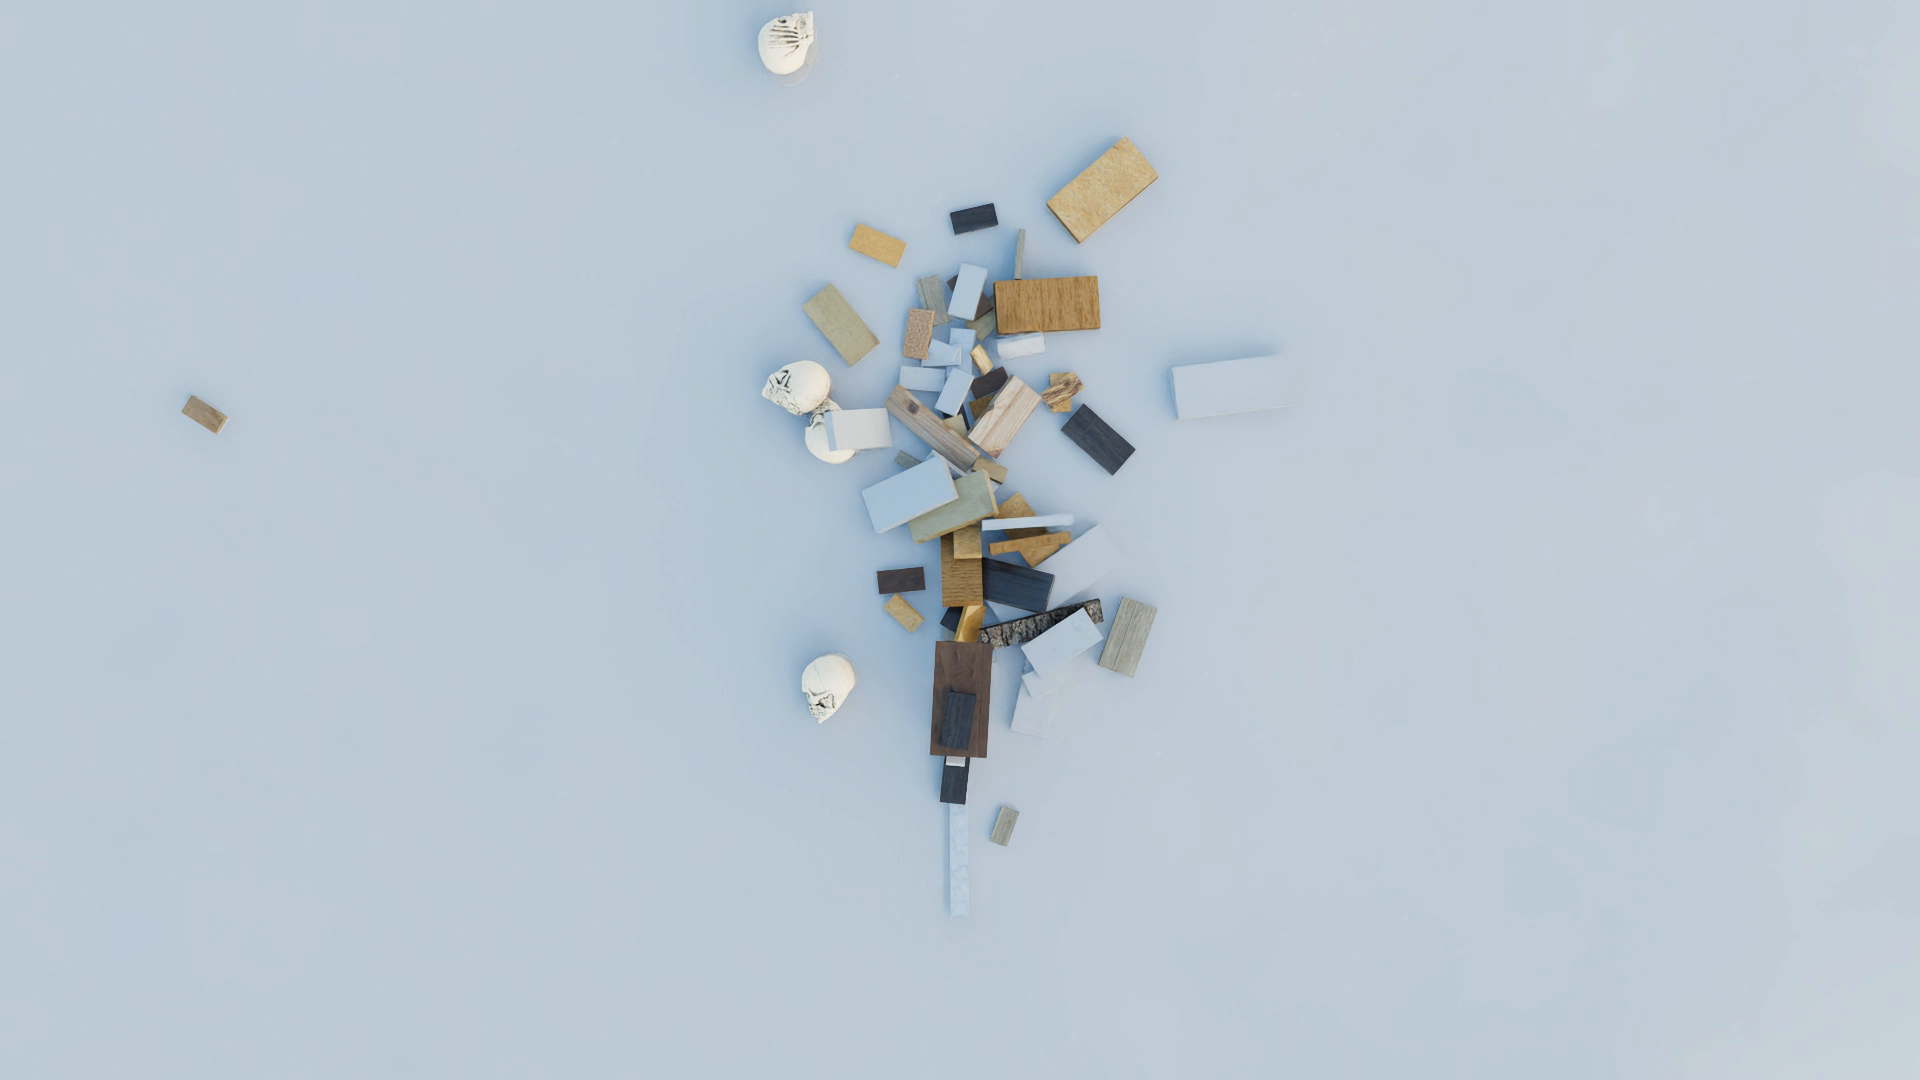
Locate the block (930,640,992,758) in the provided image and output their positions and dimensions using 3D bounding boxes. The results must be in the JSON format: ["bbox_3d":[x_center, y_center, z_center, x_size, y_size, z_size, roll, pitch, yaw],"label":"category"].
[{"bbox_3d":[0.004,0.493,5.121,0.177,0.050,0.354,3,90,0],"label":"block"}]

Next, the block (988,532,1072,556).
[{"bbox_3d":[0.227,0.010,5.401,0.264,0.132,0.037,-9,90,0],"label":"block"}]

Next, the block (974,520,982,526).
[{"bbox_3d":[0.050,-0.103,5.464,0.055,0.016,0.111,8,61,6],"label":"block"}]

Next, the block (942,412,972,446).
[{"bbox_3d":[-0.008,-0.339,5.467,0.074,0.021,0.149,-18,107,1],"label":"block"}]

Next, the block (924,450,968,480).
[{"bbox_3d":[-0.044,-0.210,5.458,0.181,0.026,0.090,36,123,-4],"label":"block"}]

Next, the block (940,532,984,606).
[{"bbox_3d":[0.005,0.090,5.425,0.132,0.037,0.264,-2,64,0],"label":"block"}]

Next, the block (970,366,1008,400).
[{"bbox_3d":[0.098,-0.522,5.491,0.130,0.018,0.065,-25,90,0],"label":"block"}]

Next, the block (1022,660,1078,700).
[{"bbox_3d":[0.298,0.450,5.453,0.171,0.024,0.085,-26,90,0],"label":"block"}]

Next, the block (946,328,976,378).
[{"bbox_3d":[0.004,-0.618,5.474,0.082,0.023,0.164,7,92,16],"label":"block"}]

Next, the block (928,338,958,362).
[{"bbox_3d":[-0.057,-0.628,5.454,0.093,0.013,0.046,24,97,15],"label":"block"}]

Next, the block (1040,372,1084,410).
[{"bbox_3d":[0.340,-0.495,5.472,0.134,0.019,0.067,-34,90,0],"label":"block"}]

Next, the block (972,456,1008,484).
[{"bbox_3d":[0.101,-0.232,5.480,0.111,0.016,0.055,24,69,-3],"label":"block"}]

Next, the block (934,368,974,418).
[{"bbox_3d":[-0.018,-0.487,5.441,0.074,0.021,0.148,23,84,15],"label":"block"}]

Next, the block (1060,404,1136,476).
[{"bbox_3d":[0.459,-0.333,5.484,0.232,0.033,0.116,41,90,0],"label":"block"}]

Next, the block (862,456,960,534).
[{"bbox_3d":[-0.164,-0.149,5.420,0.298,0.042,0.149,-24,77,17],"label":"block"}]

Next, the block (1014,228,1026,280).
[{"bbox_3d":[0.198,-0.941,5.459,0.023,0.082,0.164,5,90,0],"label":"block"}]

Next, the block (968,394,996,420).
[{"bbox_3d":[0.101,-0.448,5.491,0.130,0.018,0.065,-19,90,0],"label":"block"}]

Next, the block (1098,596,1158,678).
[{"bbox_3d":[0.557,0.322,5.483,0.122,0.035,0.244,20,90,0],"label":"block"}]

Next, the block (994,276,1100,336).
[{"bbox_3d":[0.288,-0.777,5.461,0.342,0.048,0.171,-4,90,-5],"label":"block"}]

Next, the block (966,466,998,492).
[{"bbox_3d":[0.069,-0.194,5.480,0.111,0.016,0.055,43,73,5],"label":"block"}]

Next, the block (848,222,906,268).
[{"bbox_3d":[-0.274,-0.979,5.488,0.174,0.025,0.087,23,90,0],"label":"block"}]

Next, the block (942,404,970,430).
[{"bbox_3d":[-0.017,-0.412,5.489,0.074,0.021,0.149,-16,90,0],"label":"block"}]

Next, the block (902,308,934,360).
[{"bbox_3d":[-0.138,-0.685,5.471,0.081,0.023,0.161,10,94,18],"label":"block"}]

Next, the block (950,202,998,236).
[{"bbox_3d":[0.047,-1.067,5.489,0.149,0.021,0.075,-13,90,0],"label":"block"}]

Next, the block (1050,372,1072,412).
[{"bbox_3d":[0.334,-0.491,5.491,0.065,0.018,0.130,-3,90,0],"label":"block"}]

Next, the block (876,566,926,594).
[{"bbox_3d":[-0.195,0.135,5.489,0.155,0.022,0.077,-6,90,0],"label":"block"}]

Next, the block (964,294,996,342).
[{"bbox_3d":[0.100,-0.748,5.488,0.082,0.023,0.164,44,90,0],"label":"block"}]

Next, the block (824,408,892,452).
[{"bbox_3d":[-0.332,-0.361,5.393,0.036,0.255,0.127,-9,90,42],"label":"block"}]

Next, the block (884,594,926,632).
[{"bbox_3d":[-0.186,0.243,5.480,0.129,0.018,0.064,42,110,0],"label":"block"}]

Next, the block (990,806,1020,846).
[{"bbox_3d":[0.148,0.954,5.491,0.061,0.017,0.122,20,90,0],"label":"block"}]
